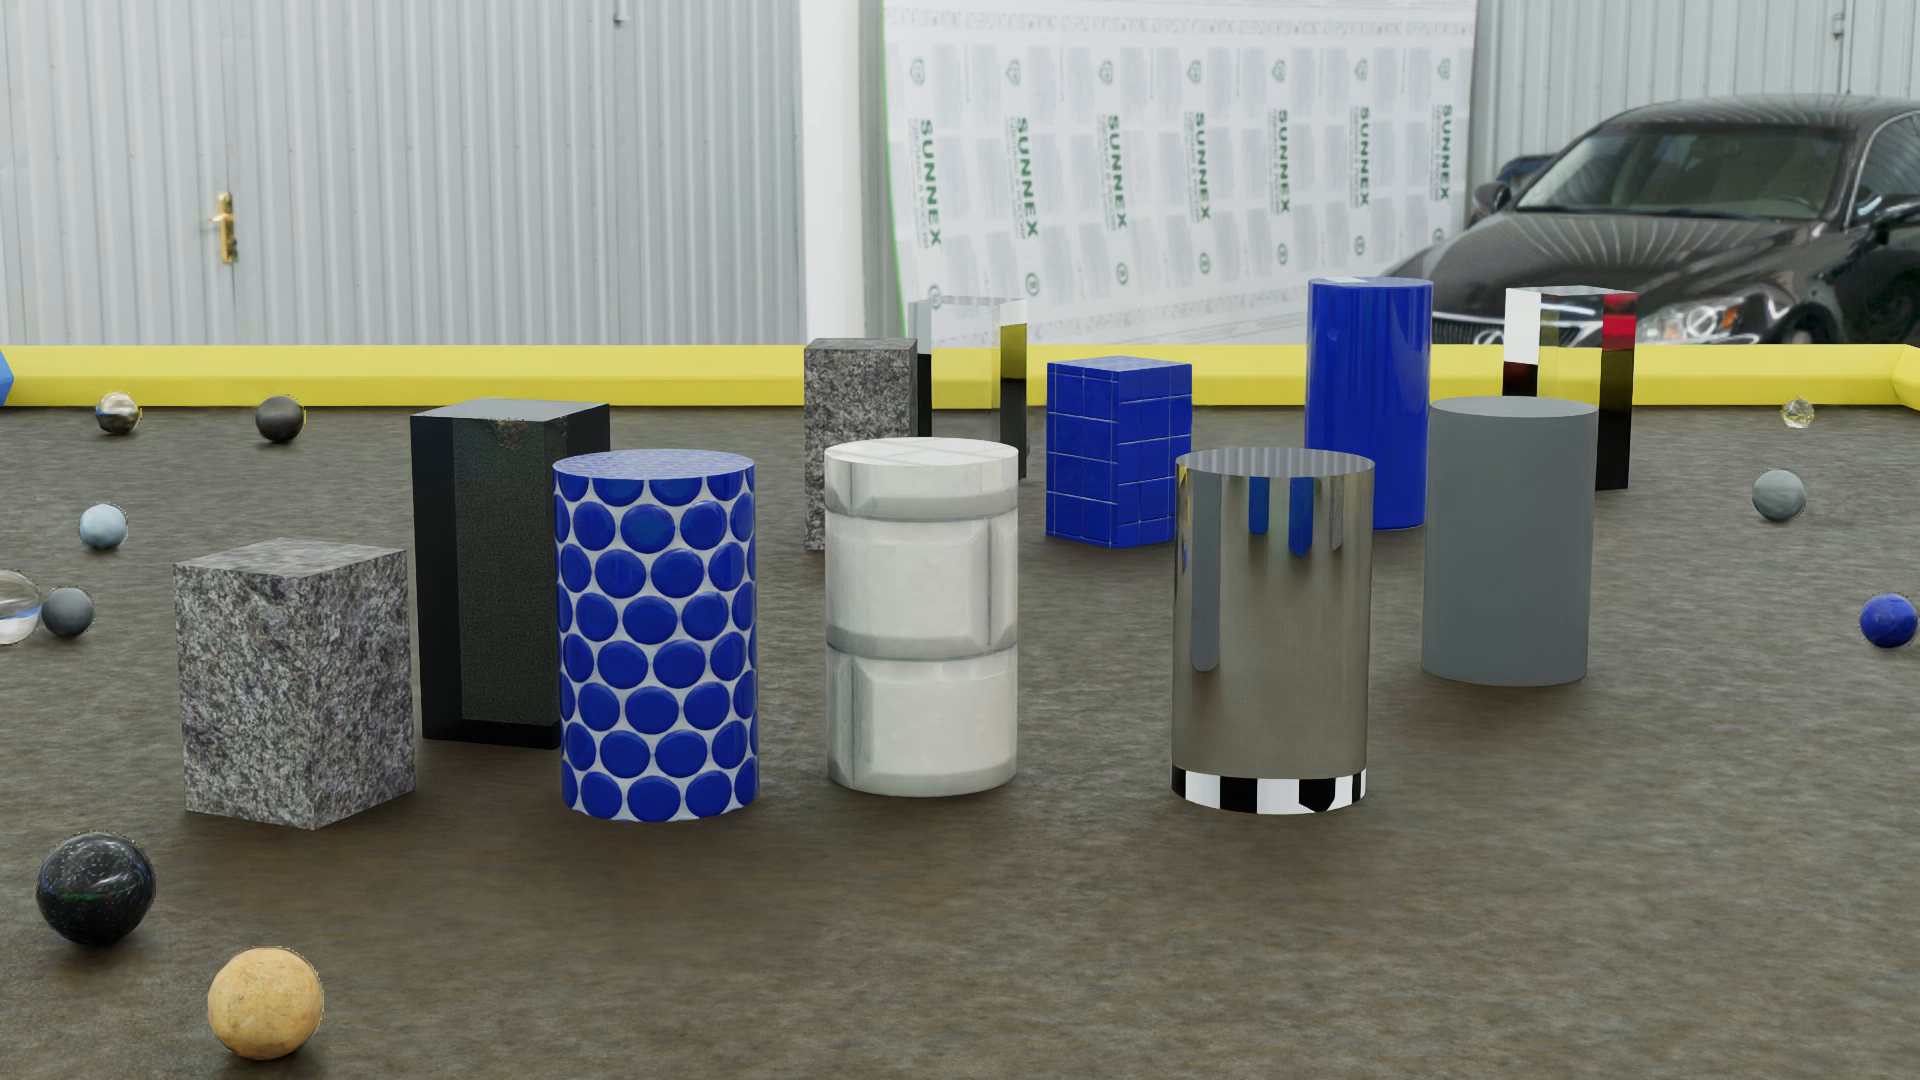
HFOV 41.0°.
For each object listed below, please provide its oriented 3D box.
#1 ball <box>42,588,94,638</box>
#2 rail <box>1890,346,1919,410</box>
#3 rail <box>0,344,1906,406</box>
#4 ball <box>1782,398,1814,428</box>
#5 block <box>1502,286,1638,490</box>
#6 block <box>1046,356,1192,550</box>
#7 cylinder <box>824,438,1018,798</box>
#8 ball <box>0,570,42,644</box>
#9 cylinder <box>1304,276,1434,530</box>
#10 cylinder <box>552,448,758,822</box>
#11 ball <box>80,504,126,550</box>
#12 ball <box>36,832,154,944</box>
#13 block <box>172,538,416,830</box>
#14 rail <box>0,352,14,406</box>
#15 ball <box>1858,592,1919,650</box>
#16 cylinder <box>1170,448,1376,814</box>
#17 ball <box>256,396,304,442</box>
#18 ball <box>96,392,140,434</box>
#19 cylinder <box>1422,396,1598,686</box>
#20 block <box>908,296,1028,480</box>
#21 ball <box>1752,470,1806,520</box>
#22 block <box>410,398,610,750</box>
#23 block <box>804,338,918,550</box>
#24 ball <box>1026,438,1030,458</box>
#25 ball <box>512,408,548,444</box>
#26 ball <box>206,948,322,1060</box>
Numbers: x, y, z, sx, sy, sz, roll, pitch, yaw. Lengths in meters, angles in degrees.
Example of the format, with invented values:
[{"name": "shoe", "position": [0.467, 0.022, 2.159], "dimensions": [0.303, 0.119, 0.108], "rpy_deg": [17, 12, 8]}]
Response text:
[{"name": "ball", "position": [-1.151, 0.093, 3.308], "dimensions": [0.064, 0.064, 0.064], "rpy_deg": [0, 10, 0]}, {"name": "rail", "position": [2.040, 0.031, 3.460], "dimensions": [0.045, 0.129, 4.296], "rpy_deg": [0, 10, 0]}, {"name": "rail", "position": [-0.012, -0.353, 5.538], "dimensions": [4.128, 0.129, 0.045], "rpy_deg": [0, 10, 0]}, {"name": "ball", "position": [1.702, -0.257, 5.209], "dimensions": [0.061, 0.061, 0.061], "rpy_deg": [0, 10, 0]}, {"name": "block", "position": [1.061, -0.265, 4.484], "dimensions": [0.159, 0.341, 0.159], "rpy_deg": [-4, 11, -22]}, {"name": "block", "position": [0.247, -0.140, 3.999], "dimensions": [0.159, 0.272, 0.159], "rpy_deg": [-9, 14, -40]}, {"name": "cylinder", "position": [-0.040, 0.075, 2.654], "dimensions": [0.199, 0.338, 0.199], "rpy_deg": [0, 10, 0]}, {"name": "ball", "position": [-1.219, 0.086, 3.263], "dimensions": [0.096, 0.096, 0.096], "rpy_deg": [0, 10, 0]}, {"name": "cylinder", "position": [0.655, -0.222, 4.128], "dimensions": [0.199, 0.386, 0.199], "rpy_deg": [0, 10, 0]}, {"name": "cylinder", "position": [-0.303, 0.091, 2.569], "dimensions": [0.199, 0.338, 0.199], "rpy_deg": [0, 10, 0]}, {"name": "ball", "position": [-1.306, -0.020, 3.908], "dimensions": [0.069, 0.069, 0.069], "rpy_deg": [0, 10, 0]}, {"name": "ball", "position": [-0.725, 0.292, 2.151], "dimensions": [0.094, 0.094, 0.094], "rpy_deg": [0, 10, 0]}, {"name": "block", "position": [-0.660, 0.139, 2.556], "dimensions": [0.159, 0.248, 0.159], "rpy_deg": [5, 12, 25]}, {"name": "rail", "position": [-2.040, 0.035, 3.437], "dimensions": [0.045, 0.129, 4.296], "rpy_deg": [0, 10, 0]}, {"name": "ball", "position": [1.174, 0.103, 3.242], "dimensions": [0.073, 0.073, 0.073], "rpy_deg": [0, 10, 0]}, {"name": "cylinder", "position": [0.315, 0.087, 2.595], "dimensions": [0.199, 0.336, 0.199], "rpy_deg": [0, 10, 0]}, {"name": "ball", "position": [-1.330, -0.237, 5.015], "dimensions": [0.092, 0.092, 0.092], "rpy_deg": [0, 10, 0]}, {"name": "ball", "position": [-1.683, -0.252, 5.123], "dimensions": [0.084, 0.084, 0.084], "rpy_deg": [0, 10, 0]}, {"name": "cylinder", "position": [0.666, -0.002, 3.116], "dimensions": [0.199, 0.322, 0.199], "rpy_deg": [0, 10, 0]}, {"name": "block", "position": [0.014, -0.262, 4.526], "dimensions": [0.159, 0.320, 0.159], "rpy_deg": [5, 11, 24]}, {"name": "ball", "position": [1.326, -0.073, 4.155], "dimensions": [0.083, 0.083, 0.083], "rpy_deg": [0, 10, 0]}, {"name": "block", "position": [-0.489, 0.033, 2.830], "dimensions": [0.159, 0.357, 0.159], "rpy_deg": [3, 11, 18]}, {"name": "block", "position": [-0.151, -0.150, 3.956], "dimensions": [0.159, 0.307, 0.159], "rpy_deg": [1, 11, 4]}, {"name": "ball", "position": [0.102, -0.171, 4.754], "dimensions": [0.058, 0.058, 0.058], "rpy_deg": [0, 10, 0]}, {"name": "ball", "position": [-0.835, -0.221, 4.989], "dimensions": [0.069, 0.069, 0.069], "rpy_deg": [0, 10, 0]}, {"name": "ball", "position": [-0.516, 0.344, 1.903], "dimensions": [0.082, 0.082, 0.082], "rpy_deg": [0, 10, 0]}]
